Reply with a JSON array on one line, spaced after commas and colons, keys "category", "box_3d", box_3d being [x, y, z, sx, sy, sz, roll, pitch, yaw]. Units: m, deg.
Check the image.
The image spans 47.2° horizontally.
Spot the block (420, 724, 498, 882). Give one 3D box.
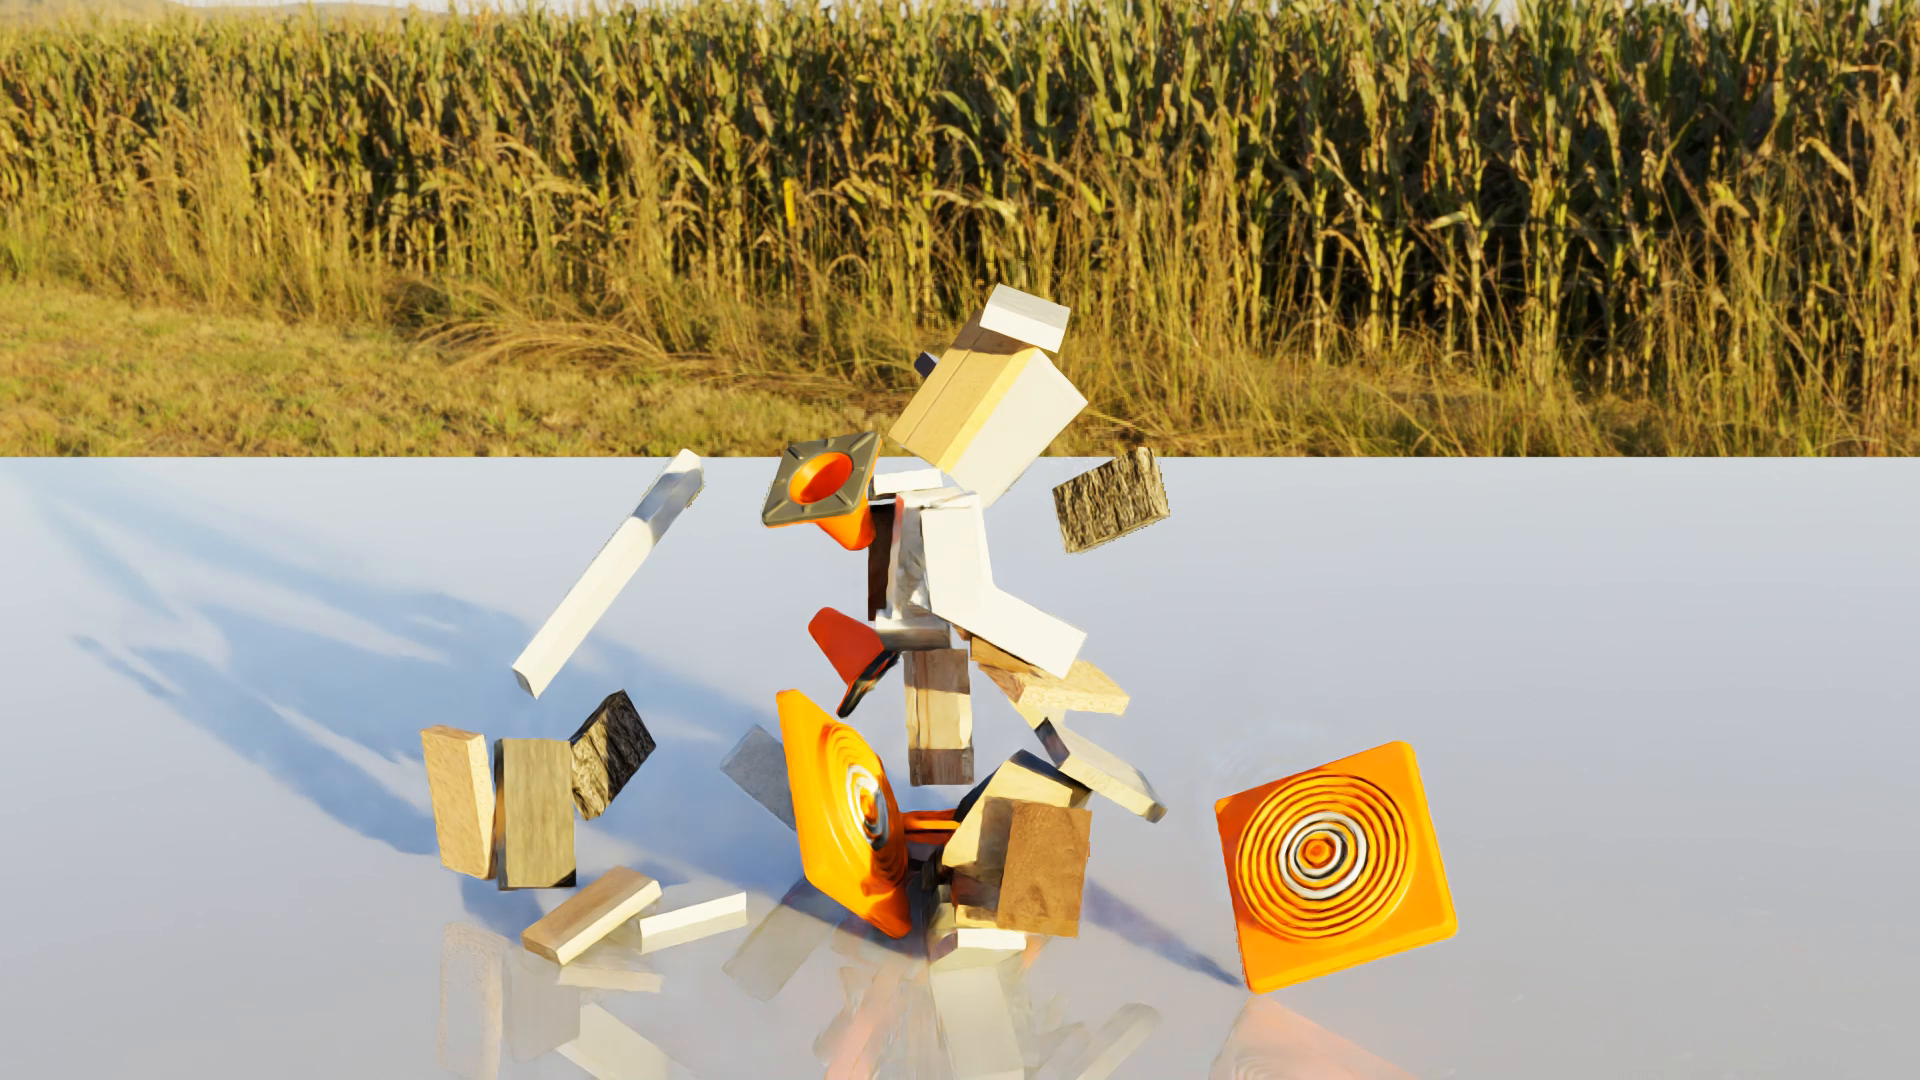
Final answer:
[{"category": "block", "box_3d": [-0.812, 0.428, 3.595, 0.121, 0.241, 0.034, 7, 19, 39]}]

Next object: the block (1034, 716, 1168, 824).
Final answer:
[{"category": "block", "box_3d": [0.226, 0.369, 3.521, 0.224, 0.032, 0.112, 32, 13, -32]}]

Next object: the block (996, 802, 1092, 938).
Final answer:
[{"category": "block", "box_3d": [0.122, 0.467, 3.131, 0.113, 0.032, 0.226, 7, 36, 5]}]

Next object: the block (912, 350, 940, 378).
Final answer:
[{"category": "block", "box_3d": [0.021, -0.239, 3.816, 0.116, 0.033, 0.231, 23, 18, -46]}]

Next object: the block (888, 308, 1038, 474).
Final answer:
[{"category": "block", "box_3d": [0.005, -0.238, 3.499, 0.126, 0.252, 0.036, 33, -3, 41]}]

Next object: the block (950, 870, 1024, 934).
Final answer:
[{"category": "block", "box_3d": [0.041, 0.526, 3.211, 0.099, 0.028, 0.198, 8, 6, -3]}]

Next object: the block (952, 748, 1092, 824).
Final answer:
[{"category": "block", "box_3d": [0.101, 0.410, 3.419, 0.134, 0.038, 0.268, 29, 20, 14]}]

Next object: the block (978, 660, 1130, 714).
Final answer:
[{"category": "block", "box_3d": [0.149, 0.224, 3.464, 0.226, 0.032, 0.113, 9, 22, -40]}]

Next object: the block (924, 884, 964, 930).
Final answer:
[{"category": "block", "box_3d": [0.005, 0.567, 3.411, 0.099, 0.028, 0.198, -2, -21, -9]}]

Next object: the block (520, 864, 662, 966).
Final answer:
[{"category": "block", "box_3d": [-0.577, 0.585, 3.439, 0.101, 0.029, 0.202, 11, 34, 44]}]

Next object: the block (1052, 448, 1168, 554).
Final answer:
[{"category": "block", "box_3d": [0.249, -0.065, 3.687, 0.033, 0.116, 0.231, -3, -14, -37]}]

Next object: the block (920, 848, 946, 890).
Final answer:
[{"category": "block", "box_3d": [0.016, 0.532, 3.569, 0.134, 0.038, 0.268, -2, -14, -7]}]

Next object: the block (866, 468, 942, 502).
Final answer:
[{"category": "block", "box_3d": [-0.090, -0.087, 3.492, 0.103, 0.029, 0.207, -7, -1, -5]}]

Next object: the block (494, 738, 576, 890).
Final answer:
[{"category": "block", "box_3d": [-0.692, 0.447, 3.582, 0.121, 0.241, 0.034, 6, -19, -36]}]

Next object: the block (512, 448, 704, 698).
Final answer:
[{"category": "block", "box_3d": [-0.629, 0.058, 3.967, 0.033, 0.513, 0.116, 31, -22, 11]}]

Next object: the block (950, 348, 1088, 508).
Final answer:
[{"category": "block", "box_3d": [0.080, -0.183, 3.611, 0.126, 0.252, 0.036, 48, 24, 11]}]

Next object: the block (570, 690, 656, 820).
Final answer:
[{"category": "block", "box_3d": [-0.614, 0.370, 3.803, 0.034, 0.121, 0.241, -20, 16, 24]}]

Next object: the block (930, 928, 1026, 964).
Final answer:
[{"category": "block", "box_3d": [0.025, 0.603, 3.257, 0.099, 0.028, 0.198, 3, -18, -12]}]

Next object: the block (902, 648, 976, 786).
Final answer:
[{"category": "block", "box_3d": [-0.035, 0.295, 3.663, 0.112, 0.224, 0.032, -6, -5, 37]}]

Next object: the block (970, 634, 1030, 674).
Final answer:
[{"category": "block", "box_3d": [0.061, 0.173, 3.366, 0.094, 0.013, 0.047, 16, 41, -14]}]

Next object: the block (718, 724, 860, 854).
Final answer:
[{"category": "block", "box_3d": [-0.295, 0.432, 3.810, 0.254, 0.099, 0.028, 44, -4, -25]}]

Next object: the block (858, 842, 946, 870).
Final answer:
[{"category": "block", "box_3d": [-0.072, 0.529, 3.672, 0.101, 0.029, 0.202, -10, -15, 28]}]

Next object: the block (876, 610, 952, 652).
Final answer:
[{"category": "block", "box_3d": [-0.075, 0.150, 3.618, 0.112, 0.032, 0.224, 1, -12, 2]}]

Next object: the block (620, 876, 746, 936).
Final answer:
[{"category": "block", "box_3d": [-0.458, 0.594, 3.570, 0.202, 0.029, 0.101, -9, 14, -39]}]

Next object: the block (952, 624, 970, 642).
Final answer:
[{"category": "block", "box_3d": [0.011, 0.127, 3.426, 0.047, 0.013, 0.095, 3, 30, -27]}]

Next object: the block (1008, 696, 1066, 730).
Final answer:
[{"category": "block", "box_3d": [0.137, 0.266, 3.751, 0.028, 0.099, 0.197, -40, 6, 17]}]

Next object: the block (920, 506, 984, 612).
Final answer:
[{"category": "block", "box_3d": [-0.011, 0.029, 3.308, 0.077, 0.155, 0.022, -4, 9, 14]}]

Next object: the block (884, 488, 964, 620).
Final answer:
[{"category": "block", "box_3d": [-0.056, 0.022, 3.442, 0.103, 0.207, 0.029, -6, 27, -25]}]

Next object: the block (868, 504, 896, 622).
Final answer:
[{"category": "block", "box_3d": [-0.098, 0.037, 3.599, 0.103, 0.207, 0.029, -1, 31, -4]}]

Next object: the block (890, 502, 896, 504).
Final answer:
[{"category": "block", "box_3d": [-0.077, 0.040, 3.699, 0.028, 0.197, 0.099, -21, 28, -21]}]

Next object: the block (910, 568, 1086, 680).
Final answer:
[{"category": "block", "box_3d": [0.058, 0.119, 3.358, 0.263, 0.077, 0.022, 27, -8, -1]}]

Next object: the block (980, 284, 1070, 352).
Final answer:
[{"category": "block", "box_3d": [0.105, -0.352, 3.469, 0.126, 0.036, 0.252, 19, 14, 0]}]

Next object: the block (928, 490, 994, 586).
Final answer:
[{"category": "block", "box_3d": [0.002, 0.008, 3.410, 0.077, 0.155, 0.022, -16, 18, -19]}]

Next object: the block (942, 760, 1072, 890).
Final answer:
[{"category": "block", "box_3d": [0.071, 0.423, 3.258, 0.113, 0.032, 0.226, 22, 37, 14]}]

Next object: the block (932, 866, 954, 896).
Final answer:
[{"category": "block", "box_3d": [0.039, 0.543, 3.449, 0.134, 0.038, 0.268, -2, -21, -9]}]
